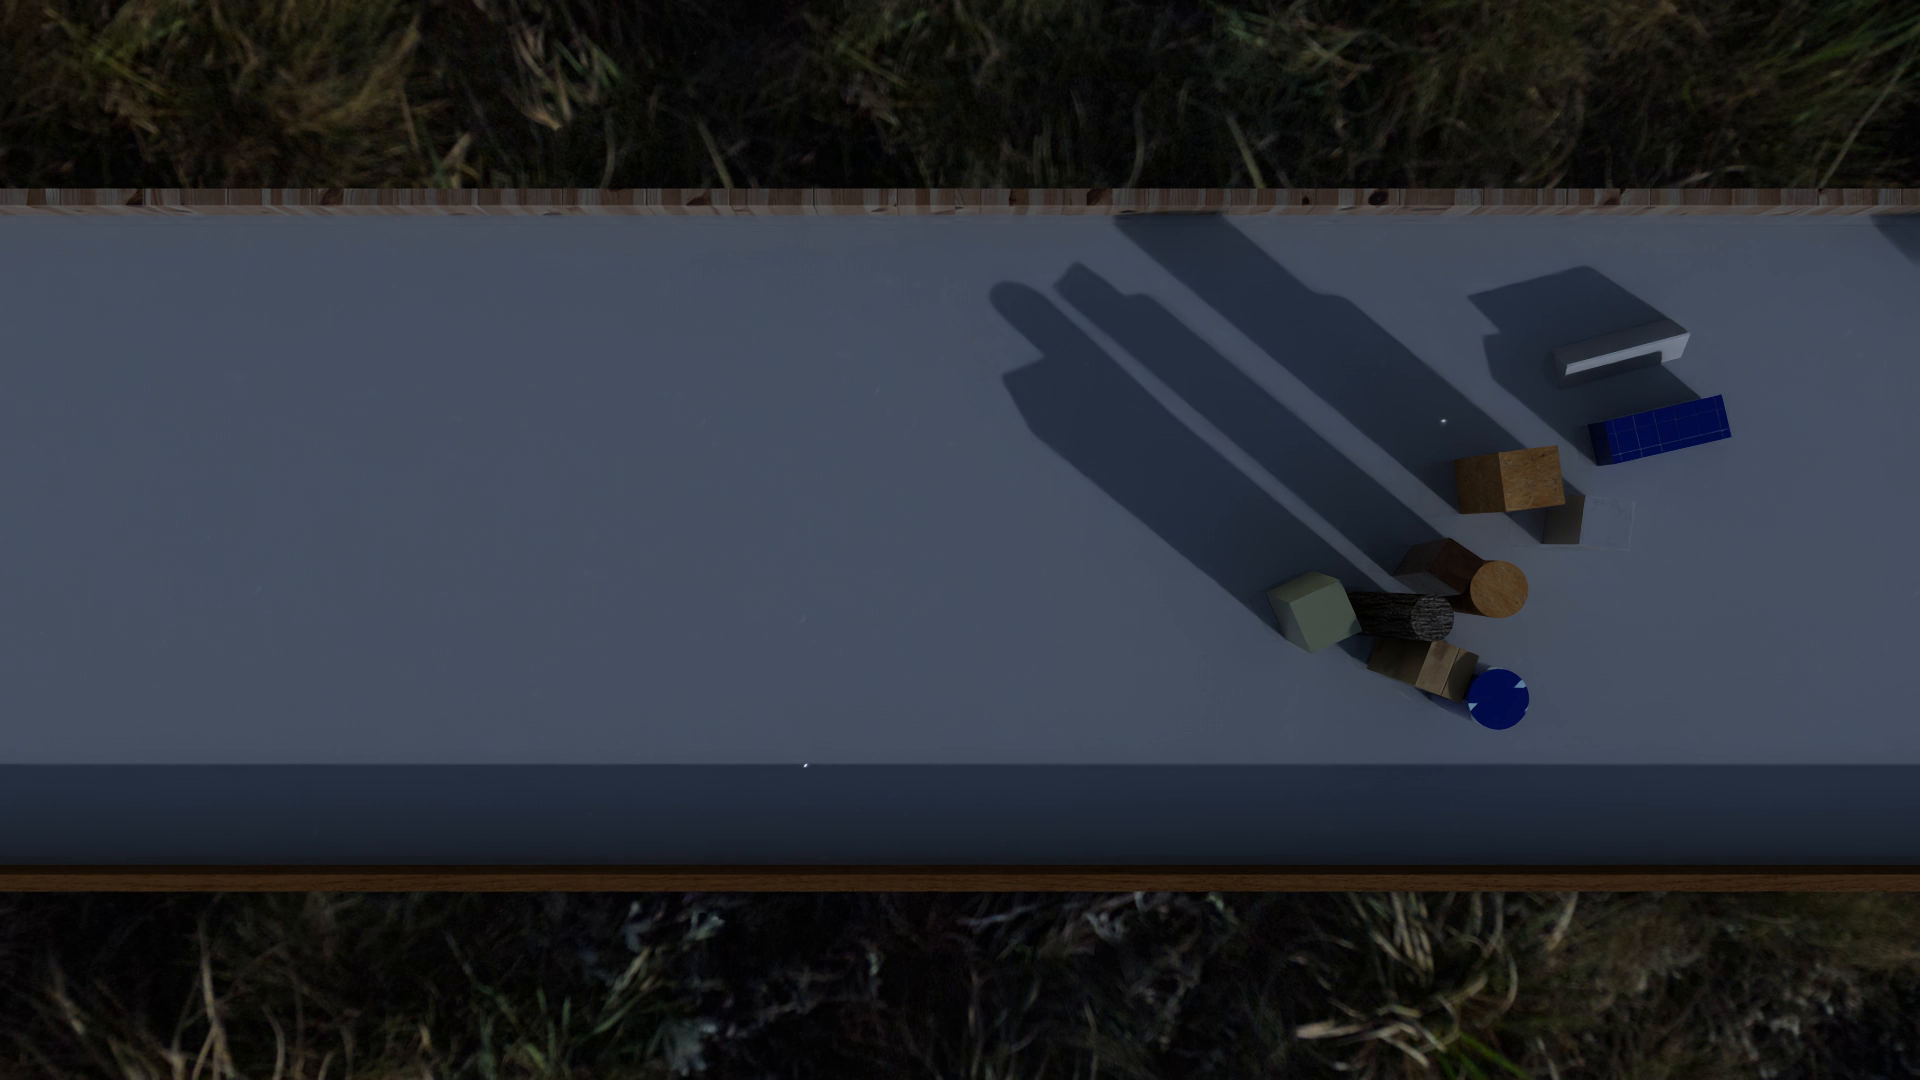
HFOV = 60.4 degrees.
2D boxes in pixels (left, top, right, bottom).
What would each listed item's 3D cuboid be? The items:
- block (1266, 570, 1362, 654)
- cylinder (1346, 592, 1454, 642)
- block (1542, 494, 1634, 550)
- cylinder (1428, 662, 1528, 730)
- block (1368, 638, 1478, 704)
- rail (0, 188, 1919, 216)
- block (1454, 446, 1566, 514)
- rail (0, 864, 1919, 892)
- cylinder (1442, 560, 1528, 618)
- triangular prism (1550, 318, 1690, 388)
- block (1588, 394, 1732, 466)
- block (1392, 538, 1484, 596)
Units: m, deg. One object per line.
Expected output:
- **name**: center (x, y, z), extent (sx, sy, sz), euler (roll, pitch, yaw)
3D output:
- **block**: center (1.050, 0.211, 4.912), extent (0.162, 0.319, 0.162), euler (-24, 94, 0)
- **cylinder**: center (1.272, 0.222, 4.842), extent (0.133, 0.449, 0.133), euler (0, 89, -14)
- **block**: center (1.871, -0.050, 4.923), extent (0.145, 0.307, 0.145), euler (7, 90, 0)
- **cylinder**: center (1.524, 0.447, 4.876), extent (0.174, 0.395, 0.174), euler (0, 91, -1)
- **block**: center (1.364, 0.362, 4.881), extent (0.147, 0.374, 0.147), euler (22, 90, -8)
- **rail**: center (-2.247, -1.025, 5.002), extent (12.000, 0.150, 0.050), euler (0, 90, 0)
- **block**: center (1.613, -0.174, 4.864), extent (0.169, 0.424, 0.169), euler (-7, 90, 0)
- **rail**: center (-2.247, 1.025, 5.001), extent (12.000, 0.150, 0.050), euler (0, 90, 0)
- **cylinder**: center (1.539, 0.141, 4.878), extent (0.164, 0.391, 0.164), euler (0, 90, 2)
- **triangular prism**: center (2.014, -0.573, 5.020), extent (0.383, 0.106, 0.123), euler (-15, 90, 0)
- **block**: center (2.123, -0.332, 5.011), extent (0.361, 0.131, 0.131), euler (-13, 90, 0)
- **block**: center (1.405, 0.085, 4.866), extent (0.116, 0.411, 0.116), euler (34, 88, 3)
